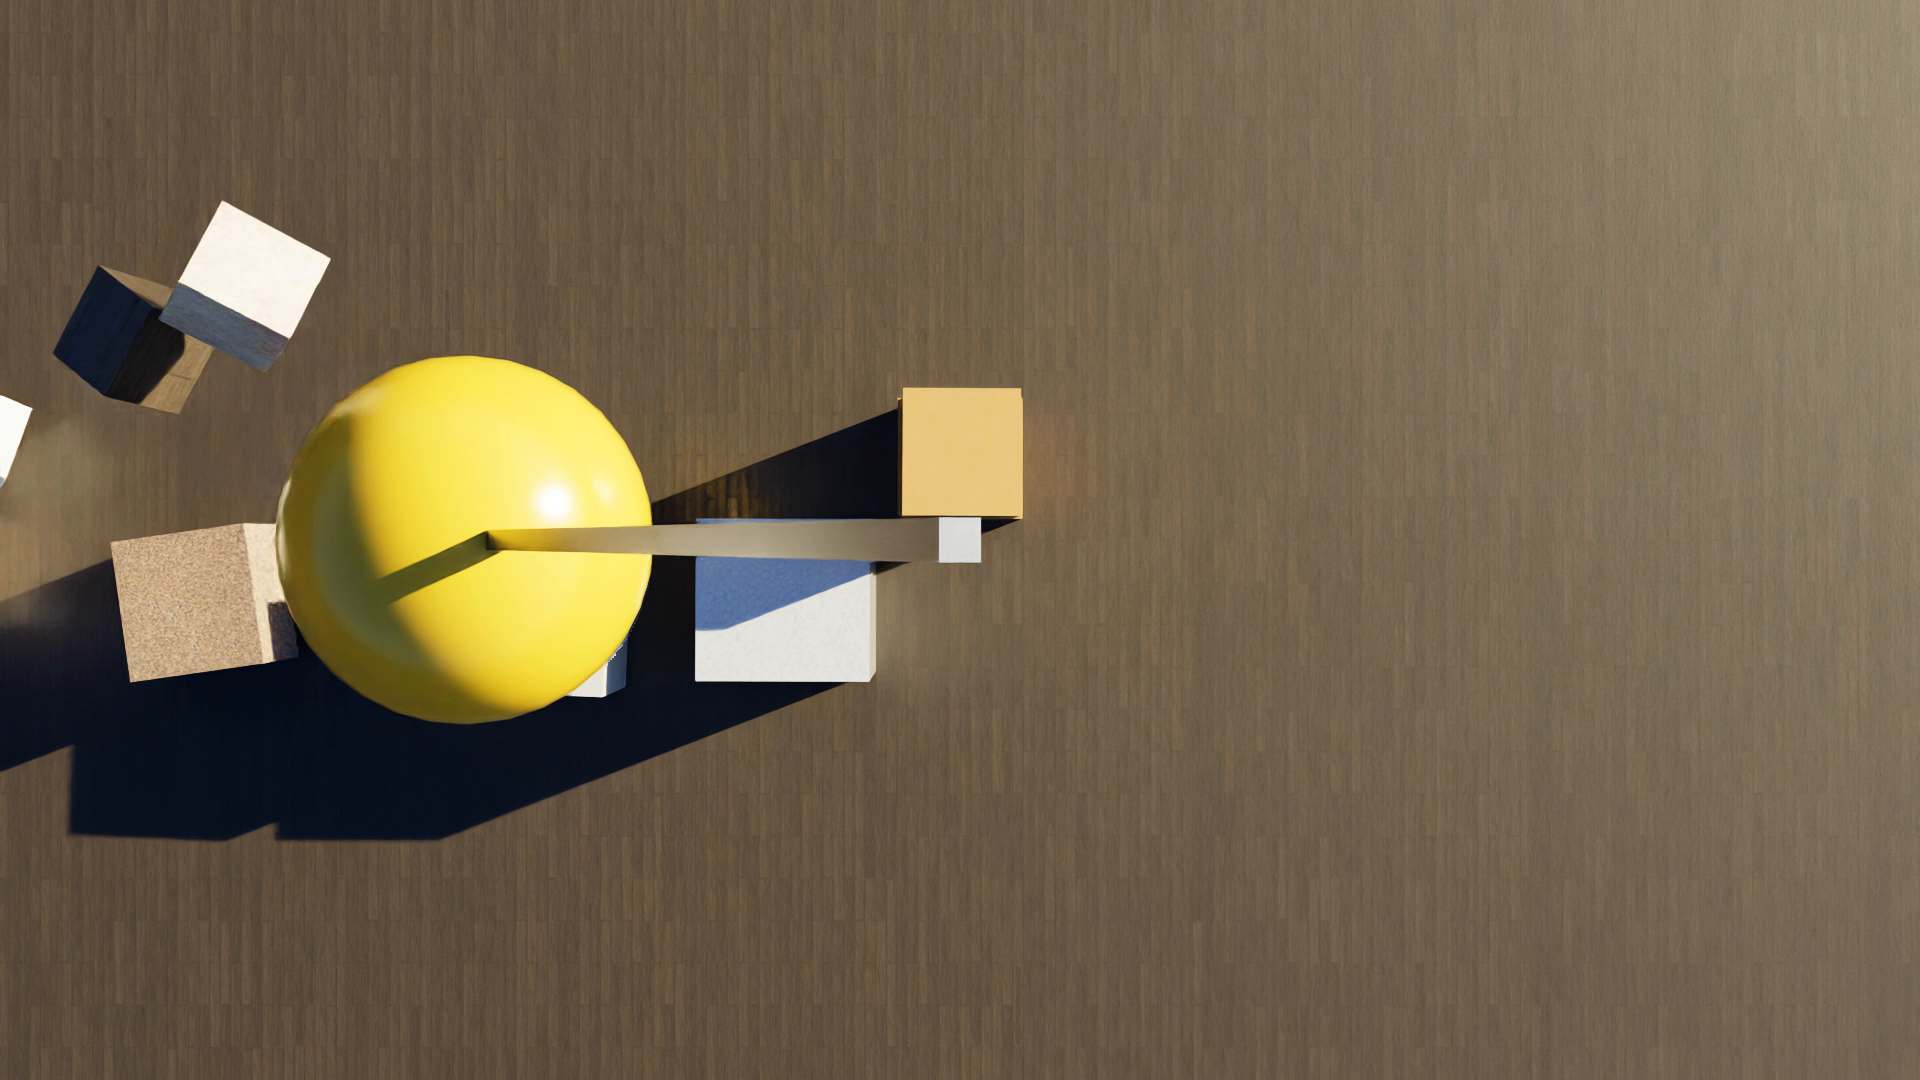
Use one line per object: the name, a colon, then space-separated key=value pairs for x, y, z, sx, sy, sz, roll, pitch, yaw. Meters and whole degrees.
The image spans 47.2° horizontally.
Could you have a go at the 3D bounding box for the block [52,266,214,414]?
block: x=-3.798 y=-0.922 z=10.175 sx=0.416 sy=0.446 sz=0.465 roll=34 pitch=98 yaw=26

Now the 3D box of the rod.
rod: x=-0.925 y=0.000 z=6.352 sx=0.080 sy=5.200 sz=0.080 roll=0 pitch=90 yaw=-21

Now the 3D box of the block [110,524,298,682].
block: x=-4.338 y=0.352 z=12.670 sx=0.755 sy=0.660 sz=0.794 roll=-8 pitch=90 yaw=0

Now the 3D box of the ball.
ball: x=-2.134 y=0.000 z=9.529 sx=1.600 sy=1.600 sz=1.600 roll=0 pitch=90 yaw=0

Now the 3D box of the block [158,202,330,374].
block: x=-3.111 y=-1.090 z=9.555 sx=0.499 sy=0.478 sz=0.422 roll=28 pitch=63 yaw=-20

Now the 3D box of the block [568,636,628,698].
block: x=-2.425 y=0.402 z=12.579 sx=0.935 sy=0.843 sz=0.896 roll=2 pitch=90 yaw=0

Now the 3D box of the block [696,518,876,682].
block: x=-0.974 y=0.330 z=12.538 sx=0.955 sy=0.924 sz=0.893 roll=0 pitch=90 yaw=0

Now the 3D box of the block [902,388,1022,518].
block: x=0.009 y=-0.461 z=11.853 sx=0.617 sy=0.714 sz=0.666 roll=0 pitch=90 yaw=0

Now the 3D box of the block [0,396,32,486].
block: x=-5.754 y=-0.522 z=12.511 sx=0.616 sy=0.587 sz=0.521 roll=27 pitch=127 yaw=-27

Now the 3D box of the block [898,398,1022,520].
block: x=0.001 y=-0.453 z=12.605 sx=0.694 sy=0.790 sz=0.669 roll=0 pitch=90 yaw=0
